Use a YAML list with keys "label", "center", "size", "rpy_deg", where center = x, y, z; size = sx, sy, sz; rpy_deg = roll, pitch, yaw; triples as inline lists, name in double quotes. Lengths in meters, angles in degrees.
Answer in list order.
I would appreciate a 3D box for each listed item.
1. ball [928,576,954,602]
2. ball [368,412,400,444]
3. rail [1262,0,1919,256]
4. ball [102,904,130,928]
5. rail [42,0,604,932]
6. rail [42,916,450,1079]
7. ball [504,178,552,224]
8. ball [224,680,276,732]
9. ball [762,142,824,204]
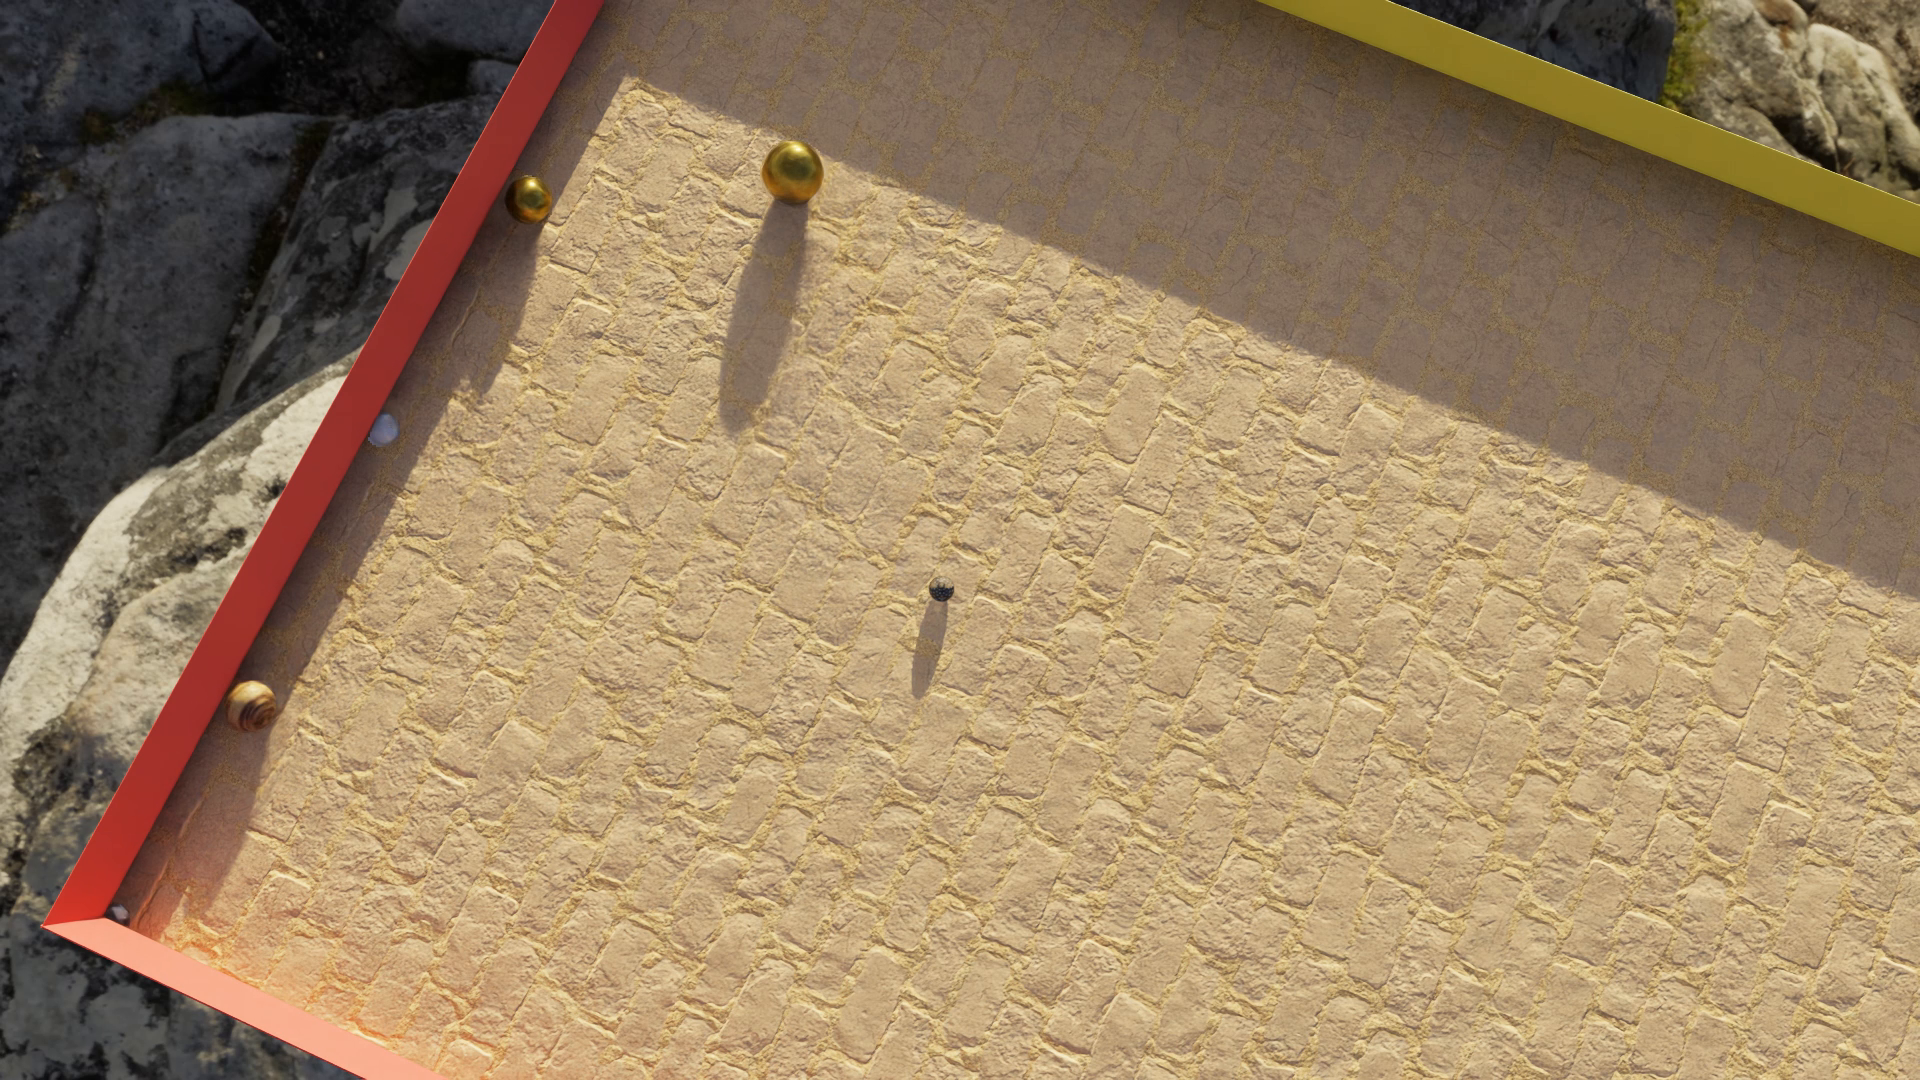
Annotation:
- label: "ball"
  center: [-0.028, 0.075, 3.364]
  size: [0.040, 0.040, 0.040]
  rpy_deg: [0, 74, 0]
- label: "ball"
  center: [-0.900, -0.174, 3.432]
  size: [0.049, 0.049, 0.049]
  rpy_deg: [0, 74, 0]
- label: "rail"
  center: [1.292, -0.566, 3.504]
  size: [3.787, 0.129, 0.045]
  rpy_deg: [23, 75, 7]
- label: "ball"
  center: [-1.239, 0.555, 3.220]
  size: [0.046, 0.046, 0.046]
  rpy_deg: [0, 74, 0]
- label: "rail"
  center: [-0.844, -0.369, 3.446]
  size: [0.045, 0.129, 2.152]
  rpy_deg: [23, 75, 7]
- label: "rail"
  center: [0.440, 1.281, 2.962]
  size: [3.787, 0.129, 0.045]
  rpy_deg: [23, 75, 7]
- label: "ball"
  center: [-0.693, -0.544, 3.528]
  size: [0.074, 0.074, 0.074]
  rpy_deg: [0, 74, 0]
- label: "ball"
  center: [-1.064, 0.248, 3.294]
  size: [0.076, 0.076, 0.076]
  rpy_deg: [0, 74, 0]
- label: "ball"
  center: [-0.268, -0.589, 3.528]
  size: [0.099, 0.099, 0.099]
  rpy_deg: [0, 74, 0]
